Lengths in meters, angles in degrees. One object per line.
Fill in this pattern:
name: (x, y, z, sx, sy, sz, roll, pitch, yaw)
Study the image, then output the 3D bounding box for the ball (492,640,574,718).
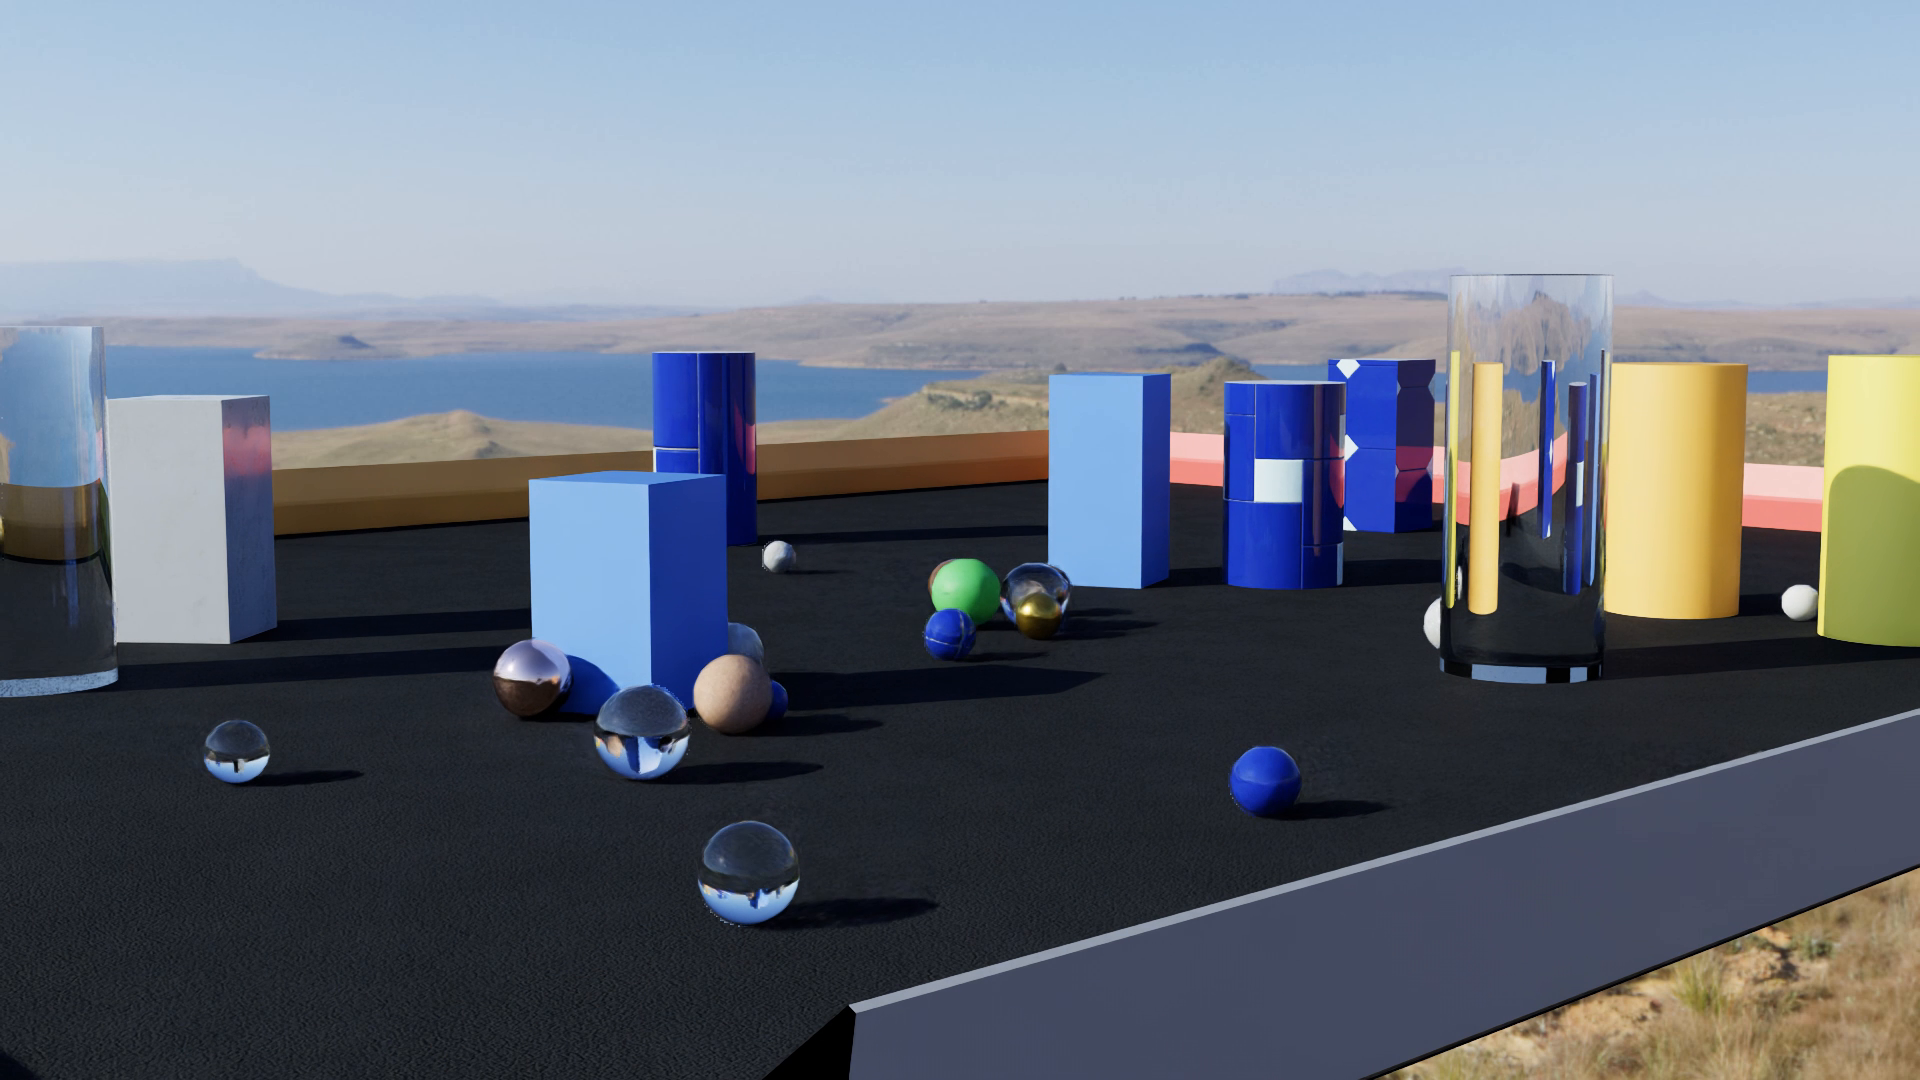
ball: (-0.467, 0.152, 2.404, 0.087, 0.087, 0.087, 0, 6, 0)

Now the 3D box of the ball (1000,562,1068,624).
ball: (0.103, 0.078, 3.068, 0.095, 0.095, 0.095, 0, 6, 0)

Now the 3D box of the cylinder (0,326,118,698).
cylinder: (-1.114, -0.040, 2.615, 0.197, 0.425, 0.197, 0, 6, 0)

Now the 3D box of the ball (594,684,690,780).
ball: (-0.302, 0.183, 2.089, 0.091, 0.091, 0.091, 0, 6, 0)

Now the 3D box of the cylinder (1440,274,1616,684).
cylinder: (0.695, -0.081, 2.704, 0.197, 0.487, 0.197, 0, 6, 0)

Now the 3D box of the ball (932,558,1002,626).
ball: (0.009, 0.074, 3.091, 0.099, 0.099, 0.099, 0, 6, 0)

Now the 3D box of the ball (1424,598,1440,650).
ball: (0.642, 0.109, 2.863, 0.077, 0.077, 0.077, 0, 6, 0)

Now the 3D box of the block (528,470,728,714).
block: (-0.372, 0.057, 2.487, 0.158, 0.258, 0.158, 3, 7, 26)

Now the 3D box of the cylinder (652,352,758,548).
cylinder: (-0.488, -0.177, 4.211, 0.197, 0.365, 0.197, 0, 6, 0)

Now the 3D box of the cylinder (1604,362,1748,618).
cylinder: (1.058, -0.078, 3.262, 0.197, 0.366, 0.197, 0, 6, 0)

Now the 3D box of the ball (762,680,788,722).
ball: (-0.209, 0.175, 2.381, 0.047, 0.047, 0.047, 0, 6, 0)

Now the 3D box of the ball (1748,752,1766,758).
ball: (0.659, 0.216, 1.776, 0.090, 0.090, 0.090, 0, 6, 0)

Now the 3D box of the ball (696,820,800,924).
ball: (-0.154, 0.242, 1.601, 0.075, 0.075, 0.075, 0, 6, 0)

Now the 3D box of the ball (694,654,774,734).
ball: (-0.239, 0.162, 2.319, 0.084, 0.084, 0.084, 0, 6, 0)

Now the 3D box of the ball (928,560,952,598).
ball: (-0.008, 0.067, 3.262, 0.078, 0.078, 0.078, 0, 6, 0)

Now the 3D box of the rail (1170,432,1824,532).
rail: (1.470, -0.108, 4.681, 0.045, 0.128, 3.373, -5, 8, -42)

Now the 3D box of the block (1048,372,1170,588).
block: (0.247, -0.102, 3.614, 0.158, 0.340, 0.158, 2, 6, 22)

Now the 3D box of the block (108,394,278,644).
block: (-1.049, -0.032, 3.015, 0.158, 0.326, 0.158, 1, 6, 5)

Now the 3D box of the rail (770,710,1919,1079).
rail: (1.128, 0.160, 2.117, 4.047, 0.128, 0.045, -5, 8, -42)

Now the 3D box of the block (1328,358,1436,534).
block: (0.860, -0.196, 4.496, 0.158, 0.345, 0.158, 5, 8, 40)

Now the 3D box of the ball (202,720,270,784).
ball: (-0.683, 0.200, 2.076, 0.060, 0.060, 0.060, 0, 6, 0)

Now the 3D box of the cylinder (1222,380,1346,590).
cylinder: (0.530, -0.094, 3.601, 0.197, 0.328, 0.197, 0, 6, 0)

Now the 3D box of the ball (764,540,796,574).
ball: (-0.307, 0.029, 3.735, 0.055, 0.055, 0.055, 0, 6, 0)

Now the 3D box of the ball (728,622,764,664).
ball: (-0.272, 0.135, 2.650, 0.070, 0.070, 0.070, 0, 6, 0)

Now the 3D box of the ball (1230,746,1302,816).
ball: (0.270, 0.213, 1.942, 0.062, 0.062, 0.062, 0, 6, 0)

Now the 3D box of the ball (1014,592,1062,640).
ball: (0.107, 0.102, 2.987, 0.065, 0.065, 0.065, 0, 6, 0)

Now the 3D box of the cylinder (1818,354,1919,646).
cylinder: (1.282, -0.059, 2.998, 0.197, 0.383, 0.197, 0, 6, 0)

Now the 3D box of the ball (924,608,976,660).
ball: (-0.012, 0.120, 2.808, 0.066, 0.066, 0.066, 0, 6, 0)

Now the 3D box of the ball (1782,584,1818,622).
ball: (1.207, 0.090, 3.156, 0.054, 0.054, 0.054, 0, 6, 0)

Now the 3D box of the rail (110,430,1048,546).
rail: (-1.128, -0.094, 4.547, 4.047, 0.128, 0.045, -5, 8, -42)

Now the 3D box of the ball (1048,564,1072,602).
ball: (0.125, 0.074, 3.213, 0.075, 0.075, 0.075, 0, 6, 0)
